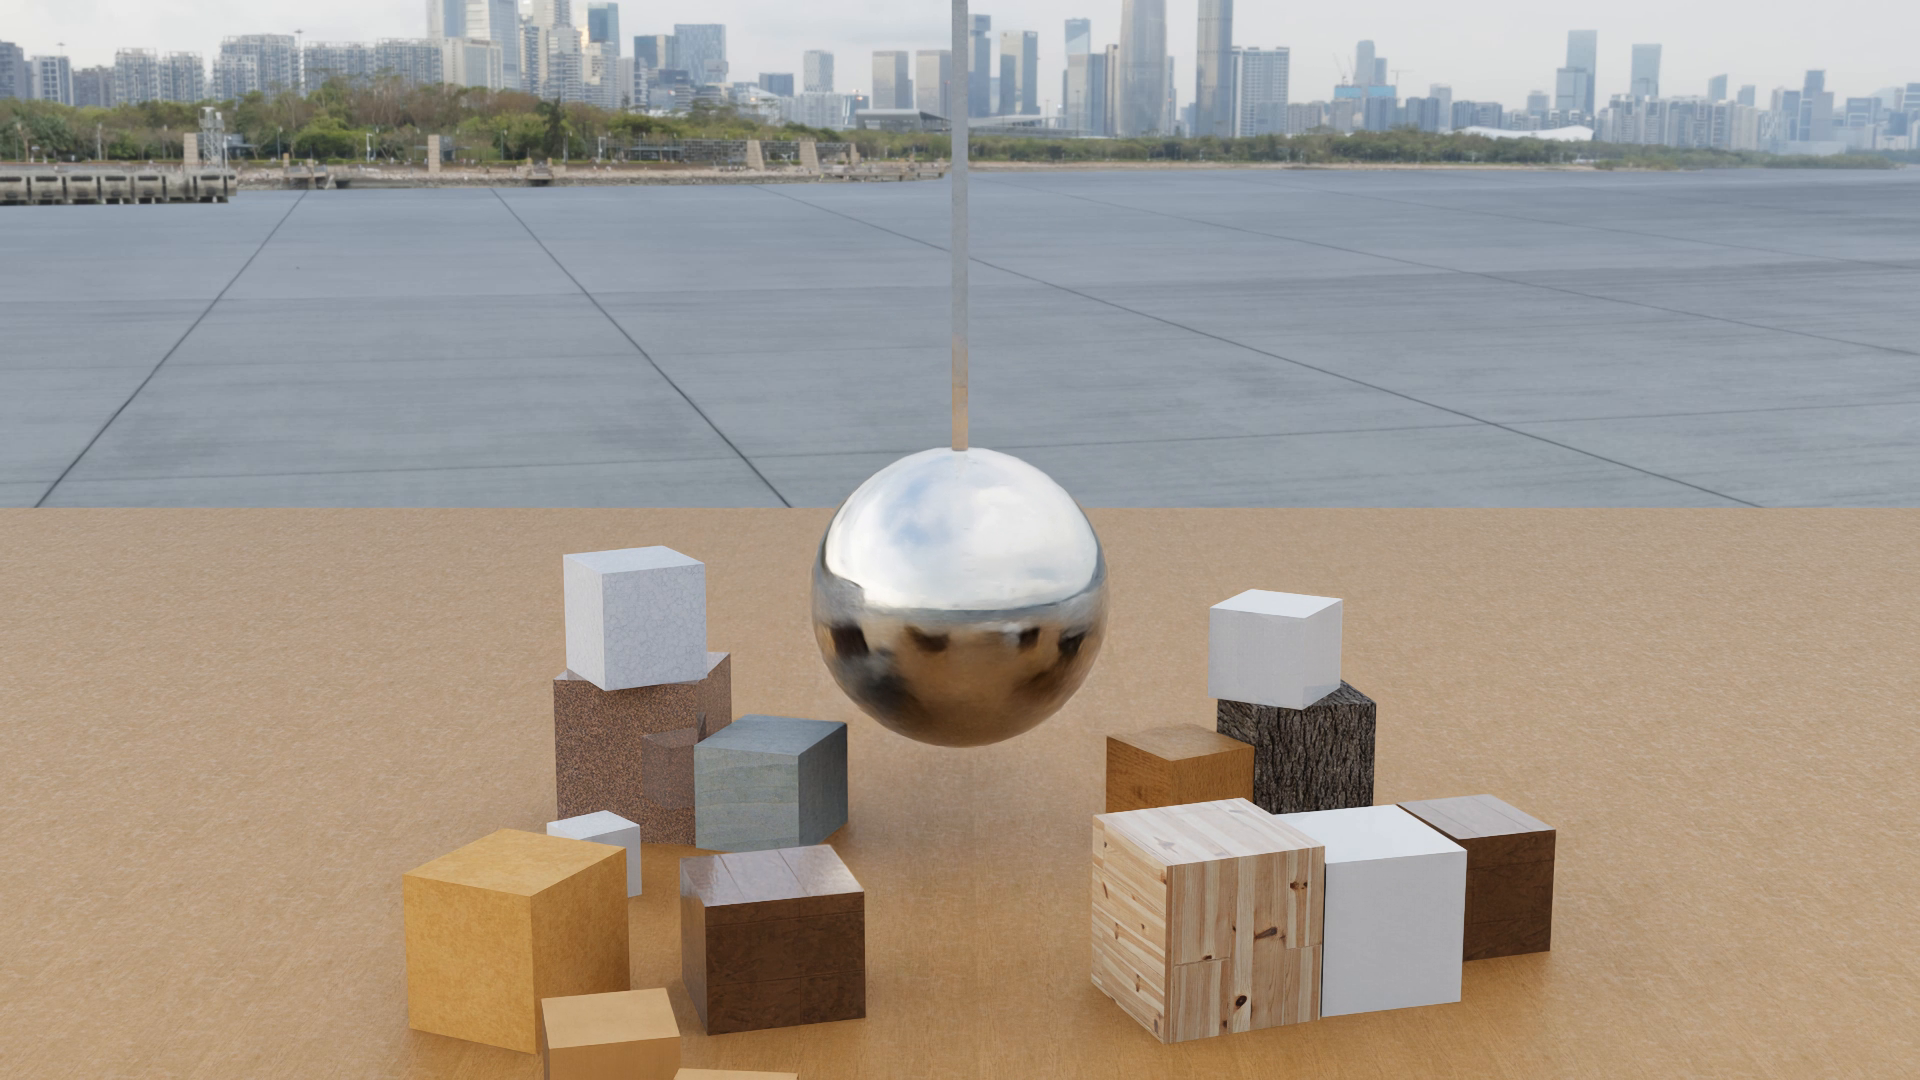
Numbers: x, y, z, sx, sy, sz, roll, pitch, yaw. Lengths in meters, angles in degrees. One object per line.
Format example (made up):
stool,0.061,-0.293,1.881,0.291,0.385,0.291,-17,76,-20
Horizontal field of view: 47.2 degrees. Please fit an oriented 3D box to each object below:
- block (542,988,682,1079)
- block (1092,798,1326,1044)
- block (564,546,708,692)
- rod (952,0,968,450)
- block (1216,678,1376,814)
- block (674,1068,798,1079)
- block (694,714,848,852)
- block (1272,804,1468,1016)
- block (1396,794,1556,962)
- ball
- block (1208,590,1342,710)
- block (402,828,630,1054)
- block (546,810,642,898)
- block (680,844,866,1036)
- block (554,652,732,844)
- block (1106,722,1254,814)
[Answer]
block,-1.252,1.910,7.885,0.452,0.421,0.463,-3,11,-14
block,1.005,1.543,9.029,0.701,0.733,0.697,-4,11,-20
block,-1.647,0.386,11.136,0.541,0.588,0.570,-6,12,-29
rod,0.000,-2.992,10.829,0.080,5.200,0.080,0,14,0
block,1.730,1.124,11.403,0.633,0.709,0.641,-2,10,-11
block,-0.760,2.030,7.153,0.404,0.445,0.456,1,10,6
block,-0.956,1.247,11.220,0.561,0.532,0.656,3,11,18
block,1.680,1.544,9.254,0.623,0.650,0.655,-3,11,-15
block,2.279,1.495,9.789,0.477,0.556,0.552,-3,11,-17
ball,0.000,0.300,11.679,1.600,1.600,1.600,0,10,0
block,1.616,0.552,11.256,0.510,0.468,0.533,6,12,30
block,-1.788,1.609,8.919,0.615,0.644,0.657,5,11,25
block,-1.723,1.502,10.363,0.320,0.338,0.309,-8,13,-39
block,-0.780,1.635,9.071,0.645,0.537,0.624,-3,11,-16
block,-1.630,1.058,11.416,0.739,0.834,0.702,1,10,8
block,1.112,1.268,11.162,0.522,0.512,0.547,-6,12,-30
